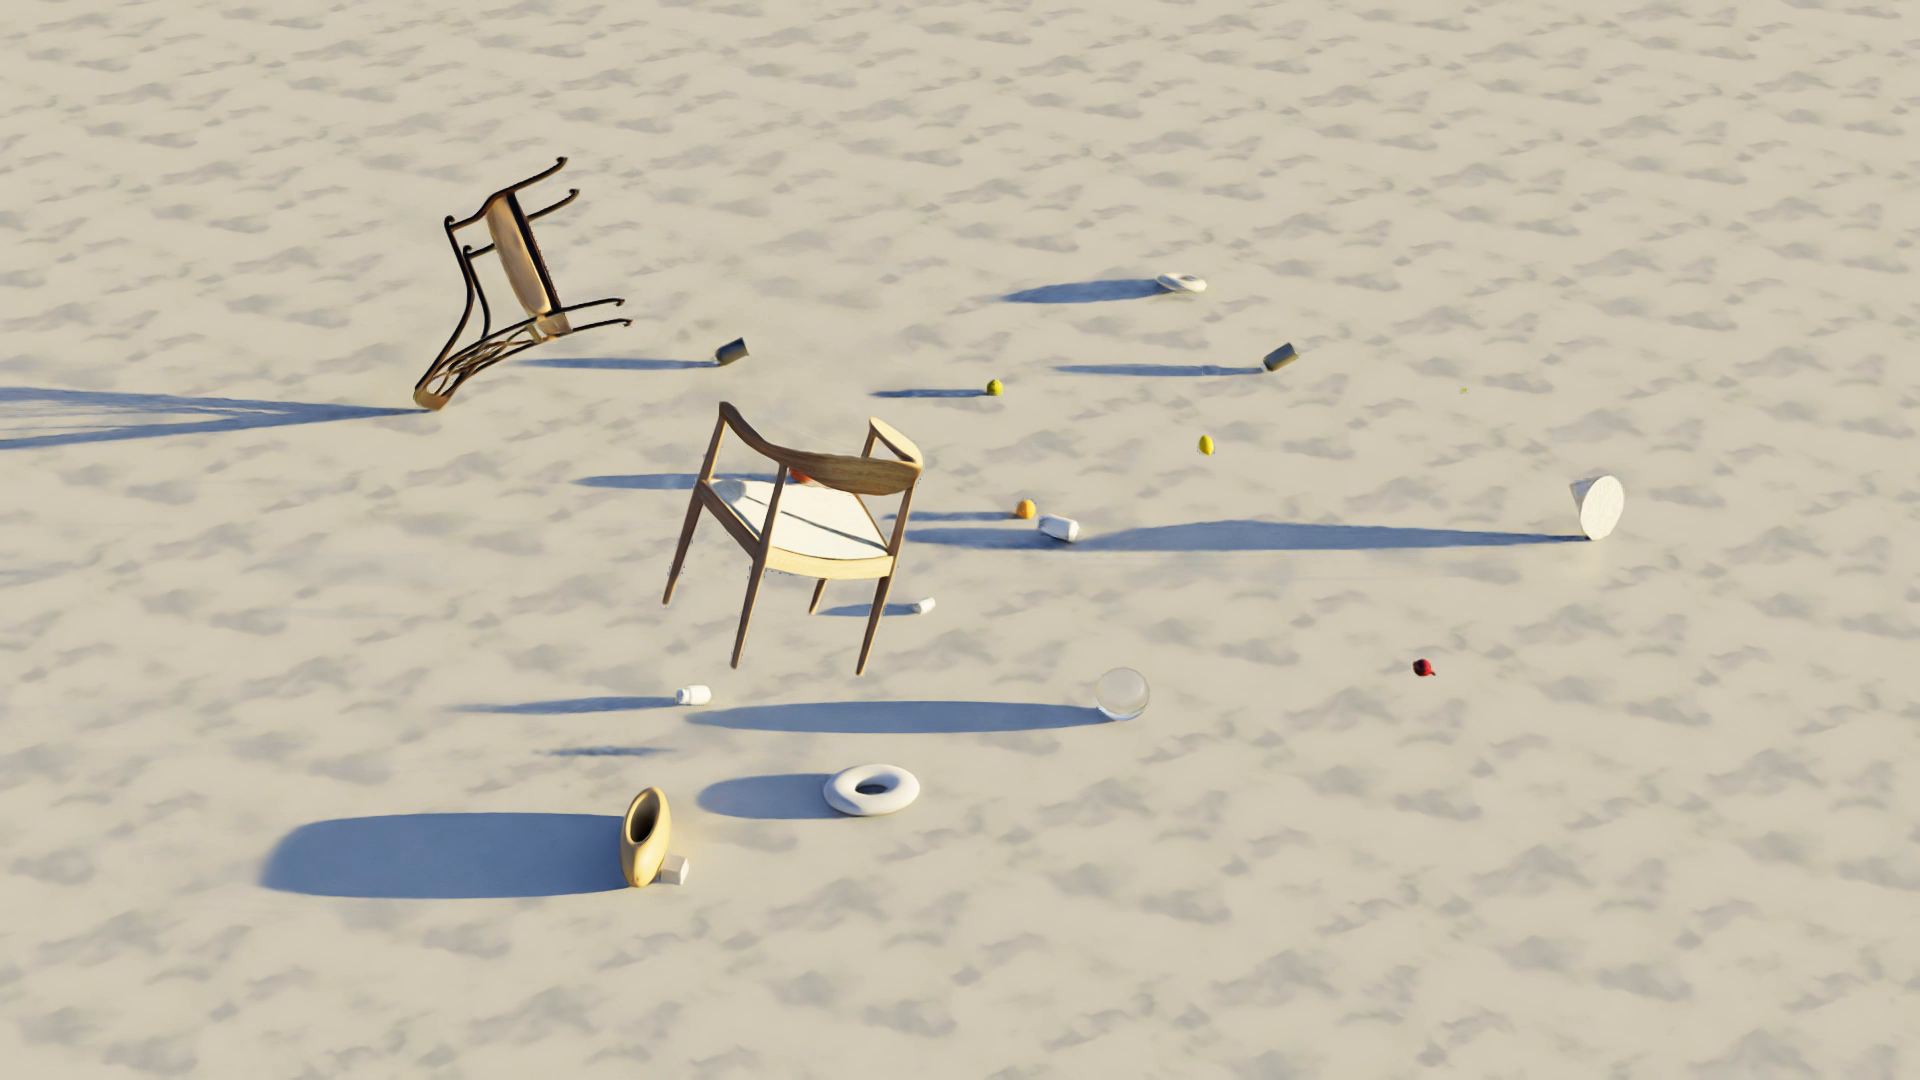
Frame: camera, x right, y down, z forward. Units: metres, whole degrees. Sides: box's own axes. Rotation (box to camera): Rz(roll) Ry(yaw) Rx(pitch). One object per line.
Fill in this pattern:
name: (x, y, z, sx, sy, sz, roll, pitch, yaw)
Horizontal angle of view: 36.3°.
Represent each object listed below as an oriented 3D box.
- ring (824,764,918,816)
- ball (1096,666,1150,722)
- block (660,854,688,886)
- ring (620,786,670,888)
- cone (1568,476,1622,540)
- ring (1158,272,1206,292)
ring: (-0.293, 0.821, 9.647, 0.317, 0.058, 0.242, -5, 34, -8)
ball: (0.553, 0.525, 9.979, 0.185, 0.185, 0.185, 0, 33, 0)
block: (-0.907, 1.047, 9.305, 0.068, 0.056, 0.075, 7, 34, 11)
ring: (-1.007, 0.948, 9.375, 0.150, 0.147, 0.435, 0, 32, 5)
cone: (2.329, -0.164, 10.921, 0.197, 0.299, 0.187, -31, 44, -15)
ring: (0.948, -1.103, 12.538, 0.211, 0.046, 0.230, 3, 18, -11)
